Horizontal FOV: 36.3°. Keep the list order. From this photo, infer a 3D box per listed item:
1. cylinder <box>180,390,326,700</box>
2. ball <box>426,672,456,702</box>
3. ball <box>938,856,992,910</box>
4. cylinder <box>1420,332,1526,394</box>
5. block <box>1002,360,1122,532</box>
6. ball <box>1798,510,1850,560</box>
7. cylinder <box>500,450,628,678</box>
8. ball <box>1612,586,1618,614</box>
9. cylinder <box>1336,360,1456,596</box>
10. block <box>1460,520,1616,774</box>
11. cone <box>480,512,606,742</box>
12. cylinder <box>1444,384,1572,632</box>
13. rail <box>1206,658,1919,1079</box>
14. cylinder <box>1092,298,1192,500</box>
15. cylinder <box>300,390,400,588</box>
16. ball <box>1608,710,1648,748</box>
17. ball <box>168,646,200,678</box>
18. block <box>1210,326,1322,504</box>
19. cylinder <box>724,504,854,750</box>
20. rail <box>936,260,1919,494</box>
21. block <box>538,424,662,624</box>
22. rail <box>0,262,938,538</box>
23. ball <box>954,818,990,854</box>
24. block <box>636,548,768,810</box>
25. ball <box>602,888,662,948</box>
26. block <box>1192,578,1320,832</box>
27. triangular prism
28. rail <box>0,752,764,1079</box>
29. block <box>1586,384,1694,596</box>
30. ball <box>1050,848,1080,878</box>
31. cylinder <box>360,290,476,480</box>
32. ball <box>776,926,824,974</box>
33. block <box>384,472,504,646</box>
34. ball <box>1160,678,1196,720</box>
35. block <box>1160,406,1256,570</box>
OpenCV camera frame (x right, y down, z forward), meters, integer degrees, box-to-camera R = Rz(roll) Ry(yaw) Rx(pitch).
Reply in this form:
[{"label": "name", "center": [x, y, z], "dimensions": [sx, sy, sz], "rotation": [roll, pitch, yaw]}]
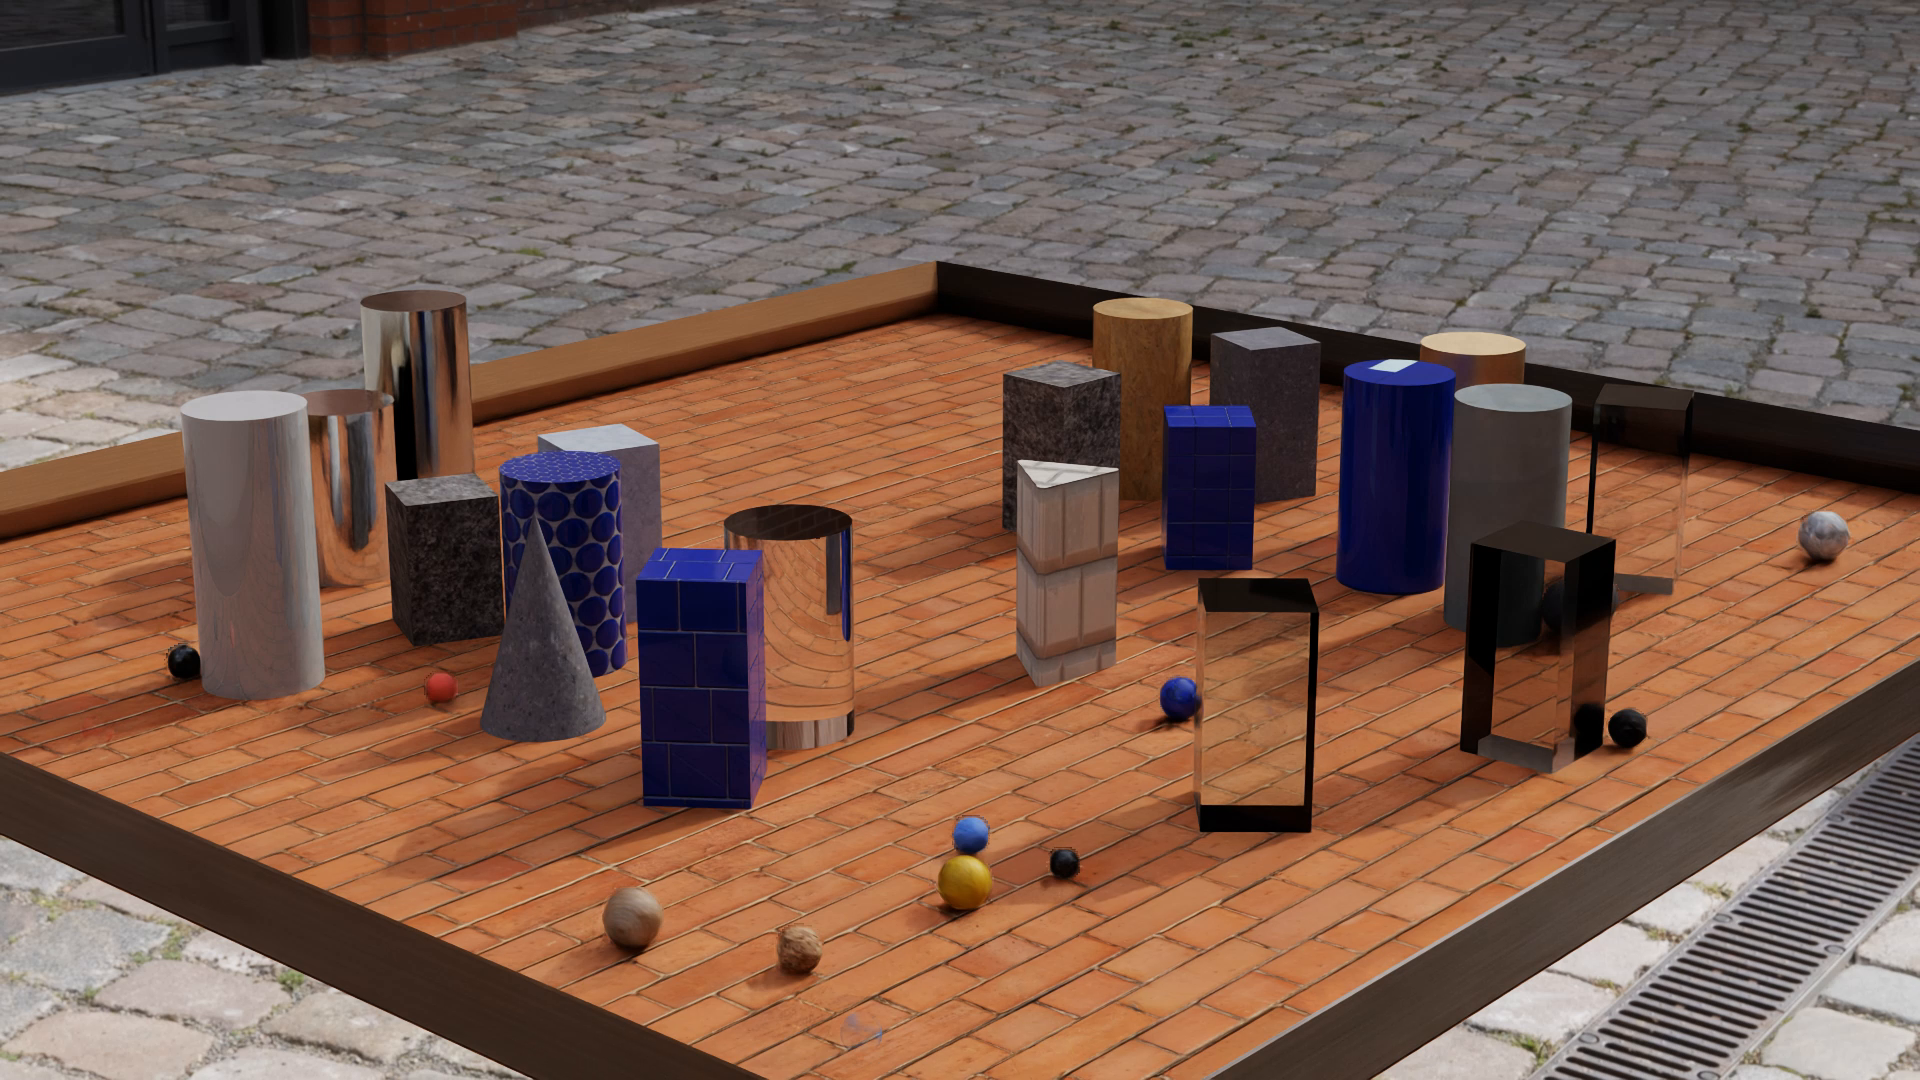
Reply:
[{"label": "cylinder", "center": [-1.117, 0.007, 4.639], "dimensions": [0.194, 0.453, 0.194], "rotation": [0, 17, 0]}, {"label": "ball", "center": [-0.813, 0.232, 4.596], "dimensions": [0.047, 0.047, 0.047], "rotation": [0, 17, 0]}, {"label": "ball", "center": [0.006, 0.448, 3.836], "dimensions": [0.071, 0.071, 0.071], "rotation": [0, 17, 0]}, {"label": "cylinder", "center": [0.956, -0.201, 5.511], "dimensions": [0.194, 0.347, 0.194], "rotation": [0, 17, 0]}, {"label": "block", "center": [0.189, -0.165, 5.475], "dimensions": [0.155, 0.299, 0.155], "rotation": [16, 23, 43]}, {"label": "ball", "center": [1.568, -0.009, 5.320], "dimensions": [0.090, 0.090, 0.090], "rotation": [0, 17, 0]}, {"label": "cylinder", "center": [-0.640, 0.040, 4.742], "dimensions": [0.194, 0.330, 0.194], "rotation": [0, 17, 0]}, {"label": "ball", "center": [1.057, 0.098, 4.932], "dimensions": [0.097, 0.097, 0.097], "rotation": [0, 17, 0]}, {"label": "cylinder", "center": [0.766, -0.112, 5.164], "dimensions": [0.194, 0.377, 0.194], "rotation": [0, 17, 0]}, {"label": "block", "center": [0.859, 0.157, 4.362], "dimensions": [0.155, 0.325, 0.155], "rotation": [13, 21, 38]}, {"label": "cone", "center": [-0.643, 0.116, 4.477], "dimensions": [0.194, 0.338, 0.194], "rotation": [0, 17, 0]}, {"label": "cylinder", "center": [0.921, -0.050, 4.938], "dimensions": [0.194, 0.390, 0.194], "rotation": [0, 17, 0]}, {"label": "rail", "center": [1.161, 0.323, 4.156], "dimensions": [0.045, 0.126, 3.415], "rotation": [14, 22, 39]}, {"label": "cylinder", "center": [0.355, -0.277, 5.740], "dimensions": [0.194, 0.361, 0.194], "rotation": [0, 17, 0]}, {"label": "cylinder", "center": [-1.096, -0.094, 5.218], "dimensions": [0.194, 0.312, 0.194], "rotation": [0, 17, 0]}, {"label": "ball", "center": [1.004, 0.283, 4.409], "dimensions": [0.057, 0.057, 0.057], "rotation": [0, 17, 0]}, {"label": "ball", "center": [-1.245, 0.196, 4.704], "dimensions": [0.053, 0.053, 0.053], "rotation": [0, 17, 0]}, {"label": "block", "center": [0.592, -0.244, 5.724], "dimensions": [0.155, 0.307, 0.155], "rotation": [-8, 18, -24]}, {"label": "cylinder", "center": [-0.258, 0.130, 4.447], "dimensions": [0.194, 0.328, 0.194], "rotation": [0, 17, 0]}, {"label": "rail", "center": [1.104, -0.336, 6.338], "dimensions": [3.122, 0.126, 0.045], "rotation": [14, 22, 39]}, {"label": "block", "center": [-0.611, -0.023, 4.993], "dimensions": [0.155, 0.307, 0.155], "rotation": [-10, 19, -29]}, {"label": "rail", "center": [-1.161, -0.260, 6.085], "dimensions": [0.045, 0.126, 3.415], "rotation": [14, 22, 39]}, {"label": "ball", "center": [0.015, 0.405, 4.019], "dimensions": [0.050, 0.050, 0.050], "rotation": [0, 17, 0]}, {"label": "block", "center": [-0.368, 0.197, 4.207], "dimensions": [0.155, 0.338, 0.155], "rotation": [1, 17, 5]}, {"label": "ball", "center": [-0.416, 0.481, 3.722], "dimensions": [0.076, 0.076, 0.076], "rotation": [0, 17, 0]}, {"label": "block", "center": [0.414, 0.231, 4.121], "dimensions": [0.155, 0.323, 0.155], "rotation": [0, 17, 1]}, {"label": "triangular prism", "center": [0.143, 0.045, 4.728], "dimensions": [0.168, 0.330, 0.145], "rotation": [-14, 22, -39]}, {"label": "rail", "center": [-1.104, 0.399, 3.903], "dimensions": [3.122, 0.126, 0.045], "rotation": [14, 22, 39]}, {"label": "block", "center": [1.196, -0.091, 5.171], "dimensions": [0.155, 0.333, 0.155], "rotation": [6, 18, 18]}, {"label": "ball", "center": [0.140, 0.435, 3.936], "dimensions": [0.041, 0.041, 0.041], "rotation": [0, 17, 0]}, {"label": "cylinder", "center": [-1.007, -0.234, 5.468], "dimensions": [0.194, 0.434, 0.194], "rotation": [0, 17, 0]}, {"label": "ball", "center": [-0.200, 0.510, 3.654], "dimensions": [0.058, 0.058, 0.058], "rotation": [0, 17, 0]}, {"label": "block", "center": [-0.865, 0.031, 4.923], "dimensions": [0.155, 0.242, 0.155], "rotation": [-7, 18, -22]}, {"label": "ball", "center": [0.340, 0.244, 4.521], "dimensions": [0.066, 0.066, 0.066], "rotation": [0, 17, 0]}, {"label": "block", "center": [0.448, -0.096, 5.304], "dimensions": [0.155, 0.265, 0.155], "rotation": [0, 17, 0]}]
